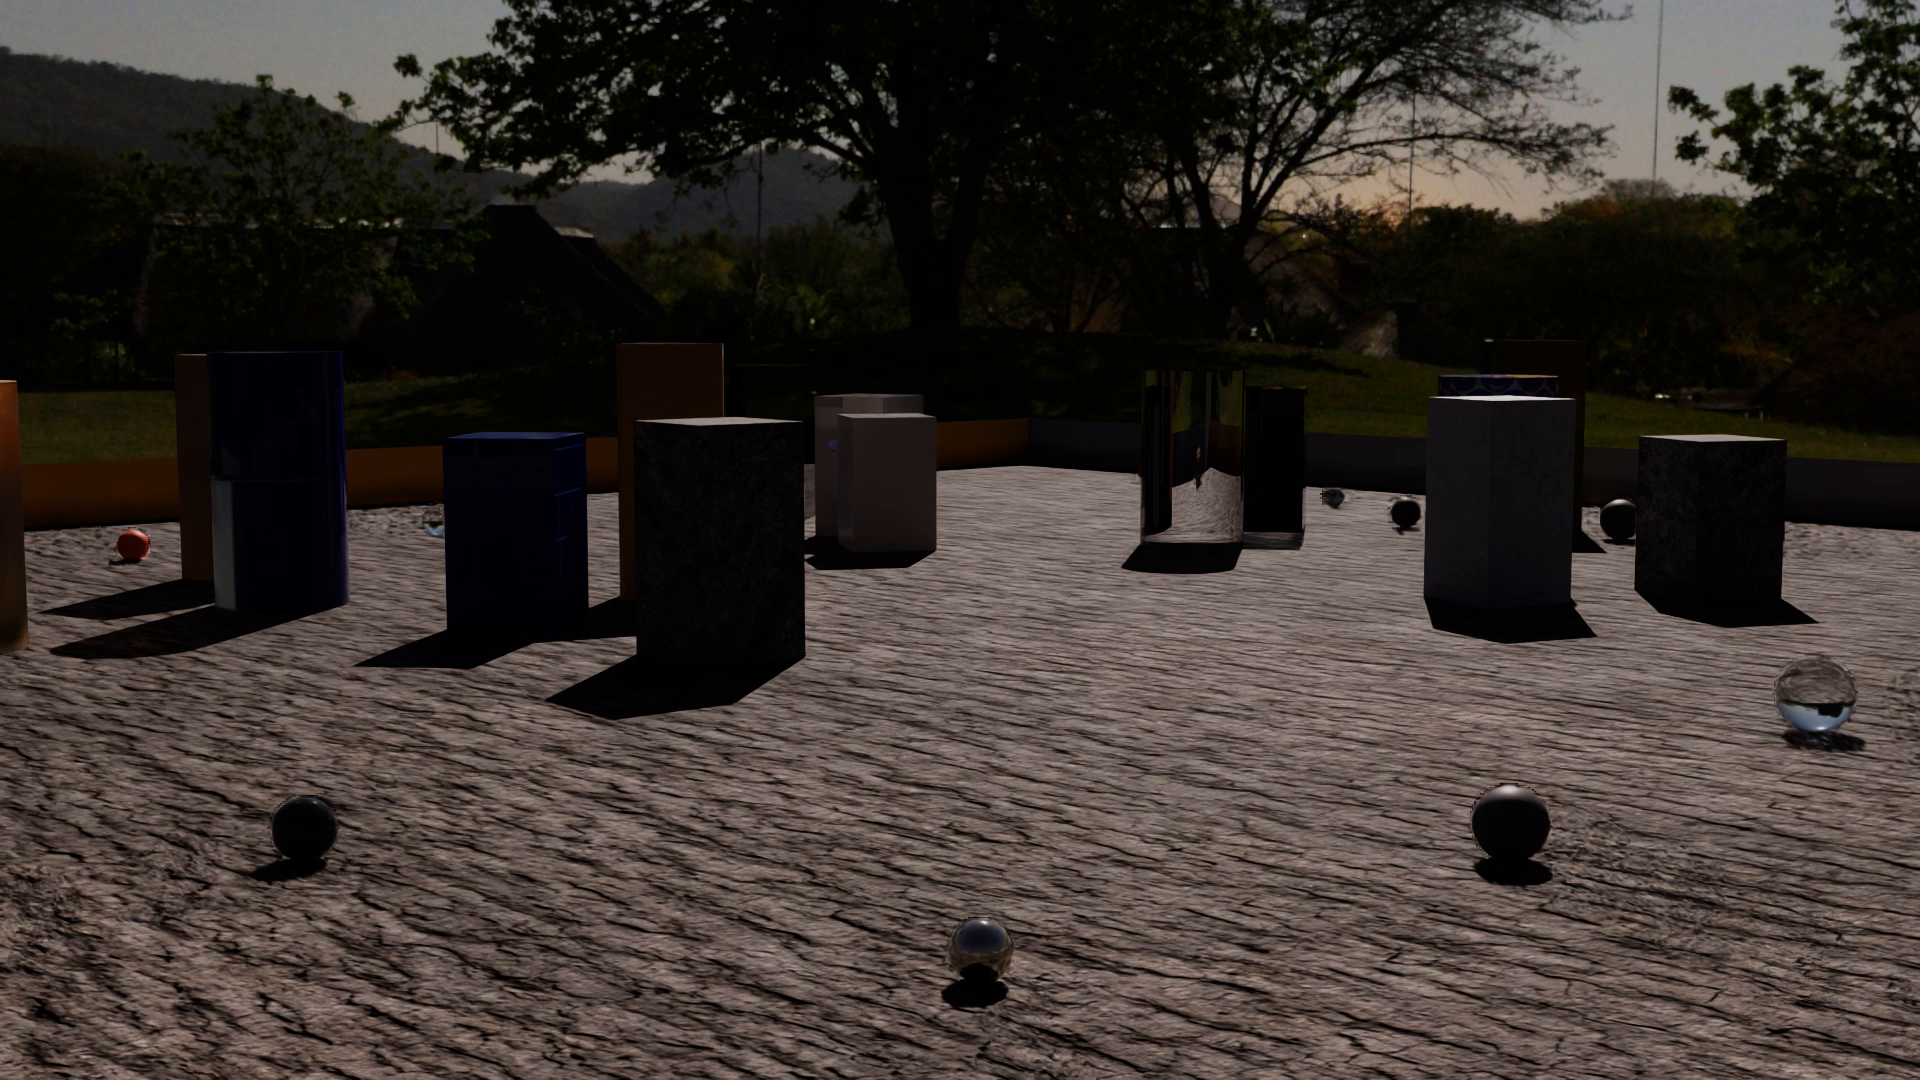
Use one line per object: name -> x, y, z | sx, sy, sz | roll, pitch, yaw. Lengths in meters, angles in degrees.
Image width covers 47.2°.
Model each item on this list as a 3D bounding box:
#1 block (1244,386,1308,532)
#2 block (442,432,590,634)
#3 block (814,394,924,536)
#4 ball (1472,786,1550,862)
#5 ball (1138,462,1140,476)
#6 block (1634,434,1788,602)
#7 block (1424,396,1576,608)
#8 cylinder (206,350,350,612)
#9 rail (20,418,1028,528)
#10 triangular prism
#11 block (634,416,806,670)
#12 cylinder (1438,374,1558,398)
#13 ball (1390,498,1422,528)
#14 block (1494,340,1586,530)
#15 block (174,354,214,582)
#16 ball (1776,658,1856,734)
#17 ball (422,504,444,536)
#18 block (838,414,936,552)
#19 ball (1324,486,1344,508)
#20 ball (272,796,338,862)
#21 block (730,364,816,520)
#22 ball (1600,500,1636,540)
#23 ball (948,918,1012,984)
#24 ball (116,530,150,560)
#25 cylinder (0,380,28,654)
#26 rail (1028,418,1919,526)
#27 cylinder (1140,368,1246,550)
block -> 0.624, -0.167, 4.487 | 0.157, 0.287, 0.157 | 1, 6, 11
block -> -0.626, -0.014, 3.110 | 0.157, 0.269, 0.157 | 1, 6, 7
block -> -0.180, -0.150, 4.376 | 0.157, 0.276, 0.157 | 3, 7, 29
ball -> 0.446, 0.230, 1.781 | 0.061, 0.061, 0.061 | 0, 6, 0
ball -> 0.493, -0.179, 5.539 | 0.092, 0.092, 0.092 | 0, 6, 0
block -> 1.175, -0.037, 3.448 | 0.157, 0.245, 0.157 | -2, 6, -17
block -> 0.826, -0.062, 3.373 | 0.157, 0.311, 0.157 | -3, 7, -24
cylinder -> -1.028, -0.093, 3.321 | 0.196, 0.382, 0.196 | 0, 6, 0
rail -> -1.457, -0.131, 4.902 | 4.558, 0.127, 0.045 | -5, 8, -42
triangular prism -> -0.476, -0.113, 3.464 | 0.170, 0.393, 0.147 | -3, 7, -26
block -> -0.309, -0.001, 2.827 | 0.157, 0.303, 0.157 | -5, 8, -39
cylinder -> 0.903, -0.109, 3.708 | 0.196, 0.334, 0.196 | 0, 6, 0
ball -> 0.916, -0.056, 4.518 | 0.061, 0.061, 0.061 | 0, 6, 0
block -> 1.191, -0.220, 4.532 | 0.157, 0.383, 0.157 | 1, 6, 5
block -> -1.186, -0.123, 3.664 | 0.157, 0.371, 0.157 | 4, 7, 32
ball -> 0.903, 0.164, 2.322 | 0.080, 0.080, 0.080 | 0, 6, 0
ball -> -1.025, -0.039, 4.328 | 0.065, 0.065, 0.065 | 0, 6, 0
block -> -0.138, -0.110, 4.130 | 0.157, 0.248, 0.157 | -1, 6, -14
ball -> 0.846, -0.098, 4.980 | 0.047, 0.047, 0.047 | 0, 6, 0
ball -> -0.531, 0.234, 1.782 | 0.052, 0.052, 0.052 | 0, 6, 0
block -> -0.399, -0.212, 4.720 | 0.157, 0.327, 0.157 | 1, 6, 7
ball -> 1.284, -0.040, 4.276 | 0.078, 0.078, 0.078 | 0, 6, 0
ball -> 0.014, 0.273, 1.460 | 0.042, 0.042, 0.042 | 0, 6, 0
ball -> -1.475, 0.009, 3.923 | 0.054, 0.054, 0.054 | 0, 6, 0
cylinder -> -1.333, -0.031, 2.878 | 0.196, 0.351, 0.196 | 0, 6, 0
rail -> 1.658, -0.126, 4.853 | 0.045, 0.127, 4.344 | -5, 8, -42
cylinder -> 0.441, -0.156, 4.171 | 0.196, 0.332, 0.196 | 0, 6, 0
